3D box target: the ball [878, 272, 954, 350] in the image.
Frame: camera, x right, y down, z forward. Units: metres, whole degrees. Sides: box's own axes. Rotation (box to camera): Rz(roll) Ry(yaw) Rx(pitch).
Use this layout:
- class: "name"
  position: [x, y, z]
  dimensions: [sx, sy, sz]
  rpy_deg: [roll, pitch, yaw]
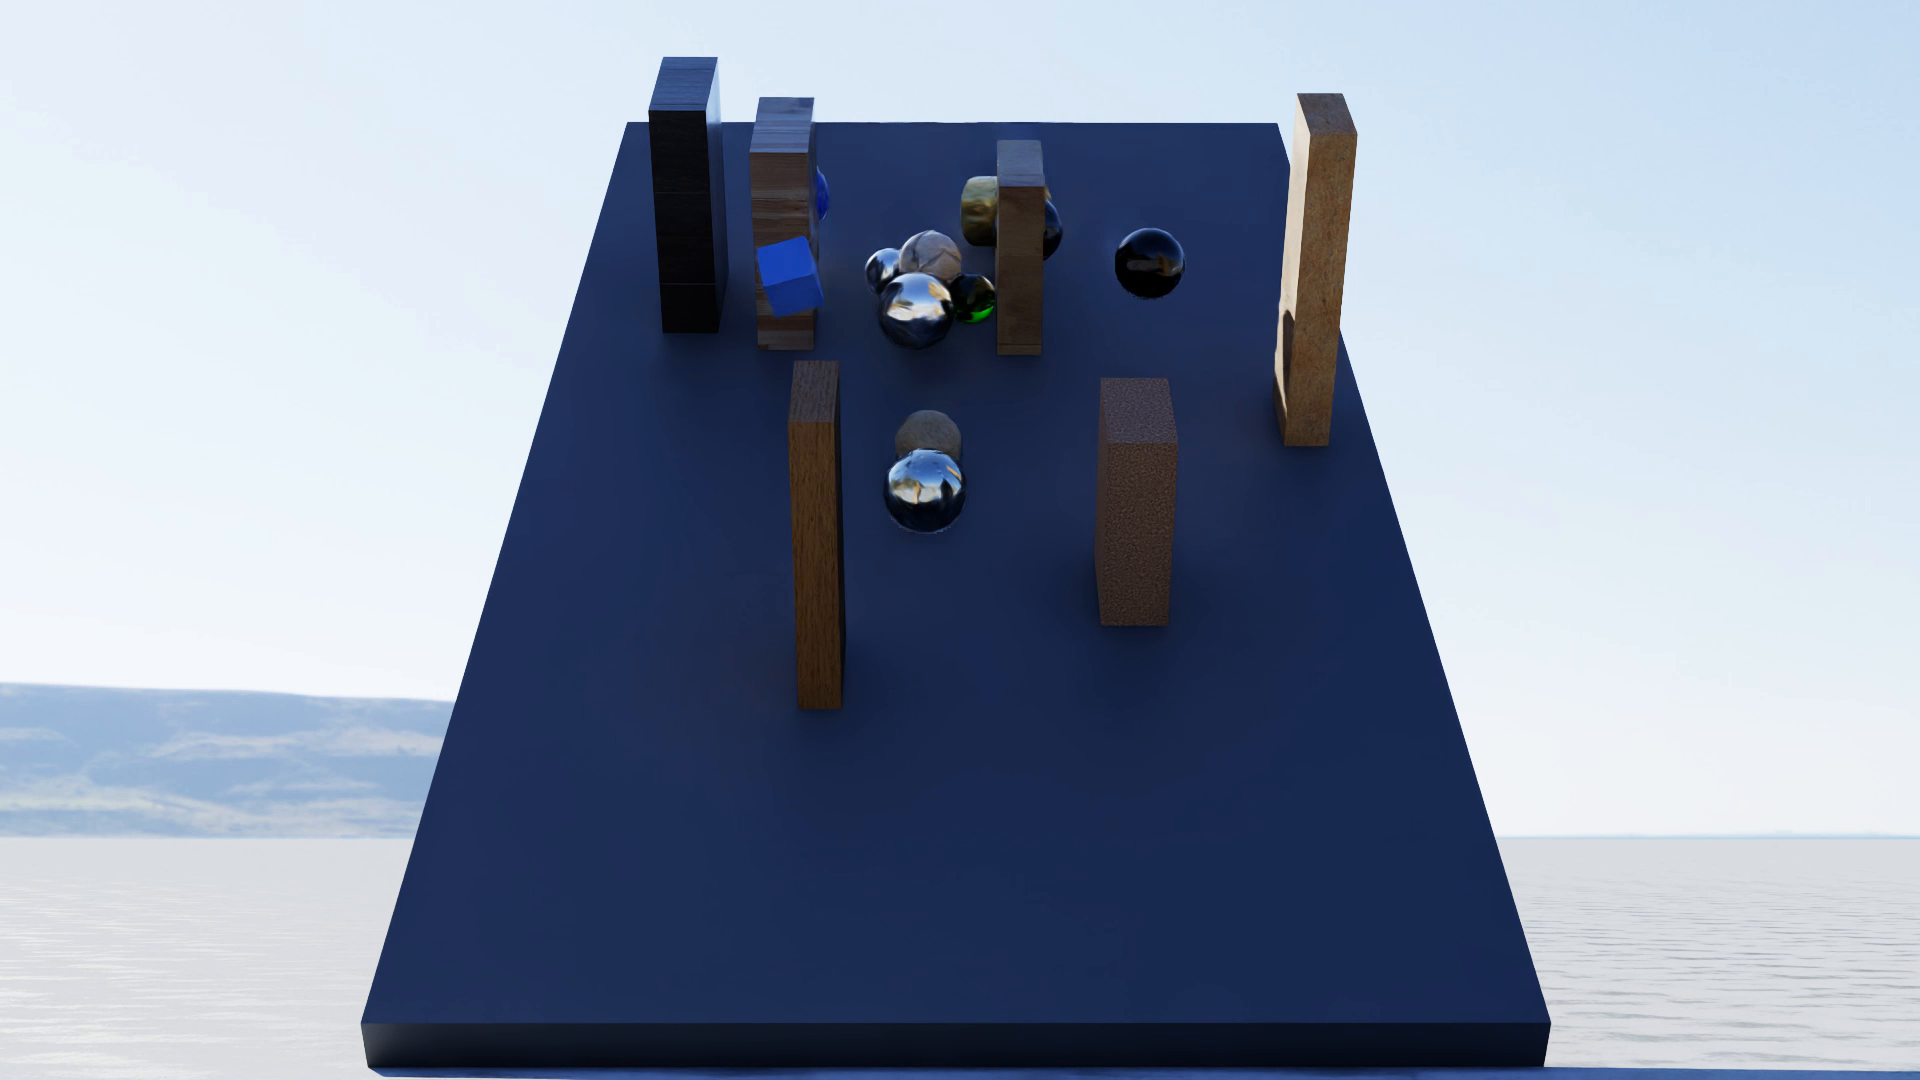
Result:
- class: "ball"
  position: [-0.111, -0.579, 6.169]
  dimensions: [0.195, 0.195, 0.195]
  rpy_deg: [0, -7, 0]

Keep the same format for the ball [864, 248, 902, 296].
- class: "ball"
  position: [-0.187, -0.705, 6.436]
  dimensions: [0.128, 0.128, 0.128]
  rpy_deg: [0, -7, 0]

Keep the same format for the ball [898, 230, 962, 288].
- class: "ball"
  position: [-0.078, -0.721, 6.339]
  dimensions: [0.164, 0.164, 0.164]
  rpy_deg: [0, -7, 0]

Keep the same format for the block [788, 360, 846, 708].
- class: "block"
  position: [-0.278, -0.006, 4.800]
  dimensions: [0.086, 0.651, 0.248]
  rpy_deg: [0, 32, 0]

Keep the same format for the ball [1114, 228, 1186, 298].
- class: "ball"
  position: [0.477, -0.696, 6.138]
  dimensions: [0.178, 0.178, 0.178]
  rpy_deg: [0, -7, 0]

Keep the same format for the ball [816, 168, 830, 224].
- class: "ball"
  position: [-0.444, -0.912, 6.479]
  dimensions: [0.199, 0.199, 0.199]
  rpy_deg: [0, -7, 0]

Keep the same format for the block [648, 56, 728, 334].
- class: "block"
  position: [-0.693, -0.887, 6.272]
  dimensions: [0.142, 0.607, 0.371]
  rpy_deg: [0, 32, 0]

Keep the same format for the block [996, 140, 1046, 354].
- class: "block"
  position: [0.150, -0.741, 6.181]
  dimensions: [0.111, 0.460, 0.293]
  rpy_deg: [0, 32, 0]

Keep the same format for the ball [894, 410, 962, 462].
- class: "ball"
  position: [-0.073, -0.222, 5.625]
  dimensions: [0.157, 0.157, 0.157]
  rpy_deg: [0, -7, 0]

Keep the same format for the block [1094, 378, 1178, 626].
- class: "block"
  position: [0.367, -0.081, 5.129]
  dimensions: [0.141, 0.439, 0.281]
  rpy_deg: [0, 32, 0]

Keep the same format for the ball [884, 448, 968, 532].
- class: "ball"
  position: [-0.077, -0.111, 5.414]
  dimensions: [0.187, 0.187, 0.187]
  rpy_deg: [0, -7, 0]

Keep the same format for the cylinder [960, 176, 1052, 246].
- class: "cylinder"
  position: [0.126, -0.893, 6.641]
  dimensions: [0.189, 0.189, 0.189]
  rpy_deg: [4, -5, 25]

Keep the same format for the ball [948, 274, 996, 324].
- class: "ball"
  position: [0.028, -0.625, 6.306]
  dimensions: [0.130, 0.130, 0.130]
  rpy_deg: [0, -7, 0]

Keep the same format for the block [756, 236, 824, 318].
- class: "block"
  position: [-0.374, -0.580, 5.382]
  dimensions: [0.112, 0.112, 0.112]
  rpy_deg: [-15, -33, 3]

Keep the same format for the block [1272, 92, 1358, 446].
- class: "block"
  position: [0.822, -0.623, 5.681]
  dimensions: [0.105, 0.787, 0.246]
  rpy_deg: [0, 32, 0]

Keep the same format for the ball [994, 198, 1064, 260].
- class: "ball"
  position: [0.179, -0.816, 6.414]
  dimensions: [0.184, 0.184, 0.184]
  rpy_deg: [0, -7, 0]

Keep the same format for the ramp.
- class: "ramp"
  position: [-0.015, -0.195, 5.825]
  dimensions: [2.000, 0.100, 4.000]
  rpy_deg: [0, 32, 0]

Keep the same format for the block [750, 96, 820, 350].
- class: "block"
  position: [-0.442, -0.807, 6.212]
  dimensions: [0.141, 0.536, 0.366]
  rpy_deg: [0, 32, 0]
